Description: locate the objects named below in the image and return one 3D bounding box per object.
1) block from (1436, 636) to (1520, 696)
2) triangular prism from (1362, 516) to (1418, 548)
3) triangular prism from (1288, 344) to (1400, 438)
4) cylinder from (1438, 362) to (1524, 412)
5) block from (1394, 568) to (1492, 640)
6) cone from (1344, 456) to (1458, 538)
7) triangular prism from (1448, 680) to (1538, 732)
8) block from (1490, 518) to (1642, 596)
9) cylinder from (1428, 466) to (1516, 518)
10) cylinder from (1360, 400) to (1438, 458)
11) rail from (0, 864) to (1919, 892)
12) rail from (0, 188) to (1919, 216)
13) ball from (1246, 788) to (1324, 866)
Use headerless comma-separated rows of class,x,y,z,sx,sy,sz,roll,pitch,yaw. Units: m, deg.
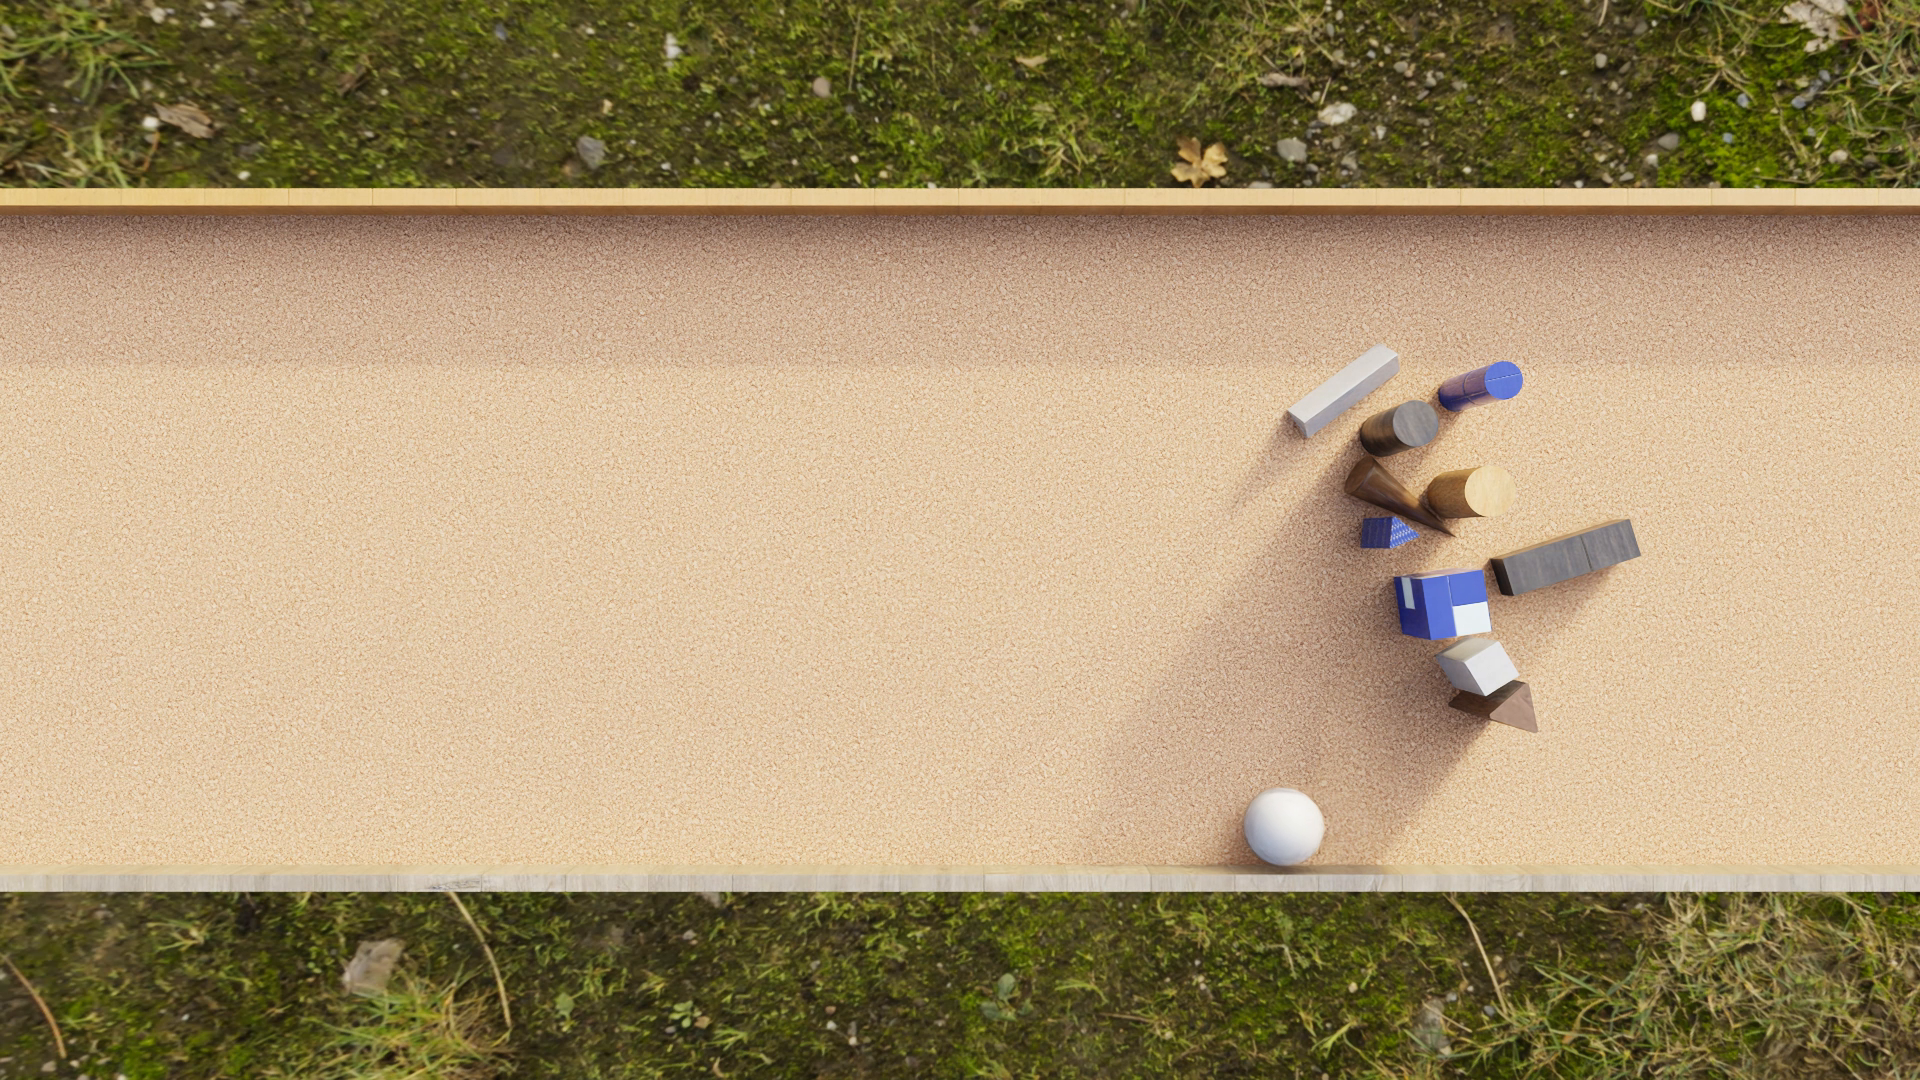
block,1.539,0.373,4.923,0.116,0.307,0.116,-32,90,0
triangular prism,1.260,-0.031,4.903,0.091,0.347,0.079,-24,90,0
triangular prism,1.179,-0.460,5.028,0.350,0.093,0.107,-36,90,0
cylinder,1.526,-0.448,4.852,0.108,0.448,0.108,0,90,0
block,1.436,0.188,4.920,0.179,0.312,0.179,-9,90,0
cone,1.372,-0.102,5.043,0.384,0.135,0.135,31,90,-10
triangular prism,1.598,0.470,4.898,0.147,0.355,0.127,19,89,-2
block,1.840,0.053,5.018,0.401,0.118,0.118,-17,90,0
cylinder,1.511,-0.139,4.889,0.145,0.376,0.145,0,90,0
cylinder,1.305,-0.329,4.913,0.135,0.319,0.135,0,87,-3
rail,-2.247,1.025,5.001,12.000,0.150,0.050,0,90,0
rail,-2.247,-1.025,5.002,12.000,0.150,0.050,0,90,0
ball,0.975,0.862,4.960,0.233,0.233,0.233,0,90,0
